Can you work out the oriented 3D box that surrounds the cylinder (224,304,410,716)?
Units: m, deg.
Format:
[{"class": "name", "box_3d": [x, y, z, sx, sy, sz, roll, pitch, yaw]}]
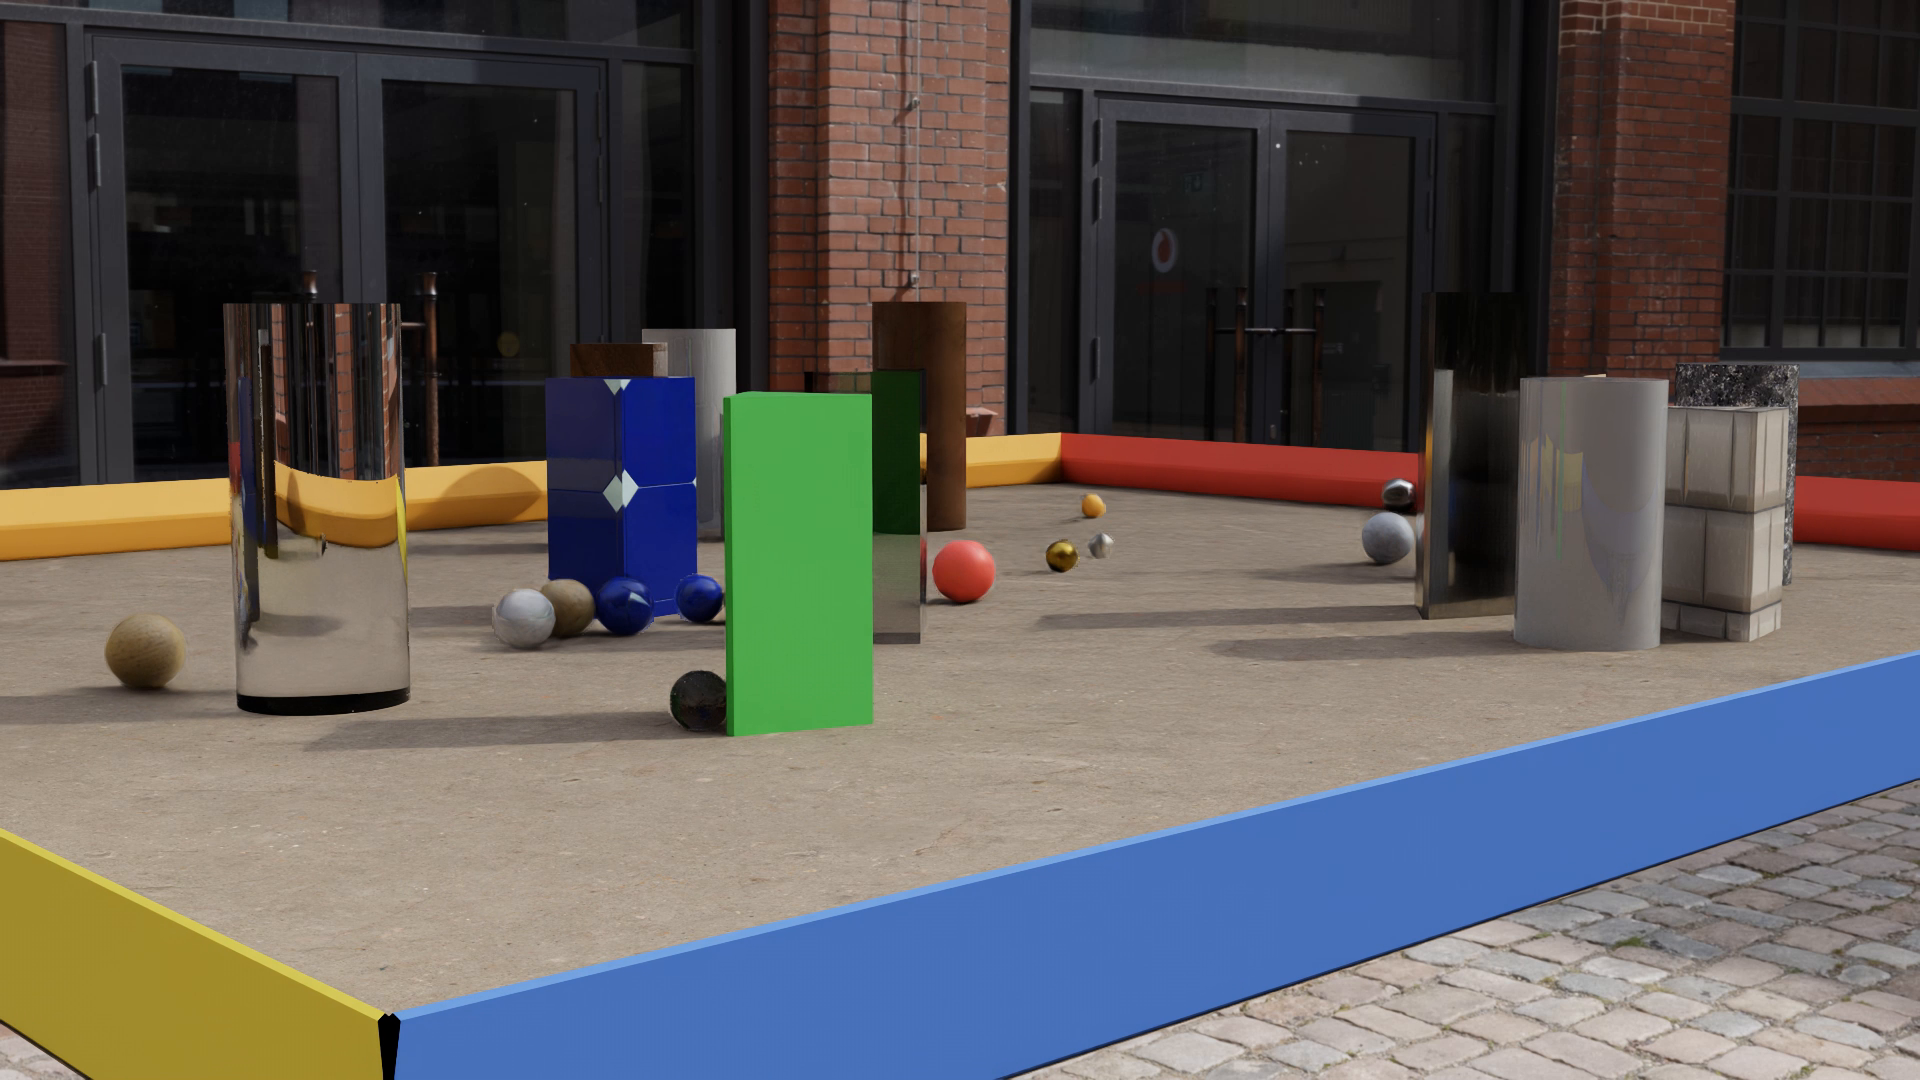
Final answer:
[{"class": "cylinder", "box_3d": [-0.723, -0.041, 2.480, 0.190, 0.449, 0.190, 0, 6, 0]}]

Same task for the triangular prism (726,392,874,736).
[{"class": "triangular prism", "box_3d": [-0.199, 0.019, 2.375, 0.165, 0.353, 0.143, -3, 7, -27]}]

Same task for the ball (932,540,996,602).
[{"class": "ball", "box_3d": [0.006, 0.047, 3.339, 0.095, 0.095, 0.095, 0, 6, 0]}]

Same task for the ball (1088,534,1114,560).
[{"class": "ball", "box_3d": [0.251, 0.011, 3.913, 0.045, 0.045, 0.045, 0, 6, 0]}]

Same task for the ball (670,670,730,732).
[{"class": "ball", "box_3d": [-0.275, 0.169, 2.322, 0.065, 0.065, 0.065, 0, 6, 0]}]

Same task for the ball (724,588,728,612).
[{"class": "ball", "box_3d": [-0.303, 0.085, 3.122, 0.065, 0.065, 0.065, 0, 6, 0]}]

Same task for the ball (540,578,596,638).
[{"class": "ball", "box_3d": [-0.536, 0.092, 2.983, 0.081, 0.081, 0.081, 0, 6, 0]}]

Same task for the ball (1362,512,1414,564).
[{"class": "ball", "box_3d": [0.746, -0.003, 3.837, 0.090, 0.090, 0.090, 0, 6, 0]}]

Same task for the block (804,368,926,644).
[{"class": "block", "box_3d": [-0.126, -0.050, 2.985, 0.152, 0.361, 0.152, 0, 6, 2]}]

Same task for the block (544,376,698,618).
[{"class": "block", "box_3d": [-0.494, -0.065, 3.216, 0.152, 0.344, 0.152, 4, 7, 36]}]

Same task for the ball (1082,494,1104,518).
[{"class": "ball", "box_3d": [0.283, -0.073, 4.696, 0.048, 0.048, 0.048, 0, 6, 0]}]

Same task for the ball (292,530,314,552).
[{"class": "ball", "box_3d": [-1.203, 0.001, 4.027, 0.042, 0.042, 0.042, 0, 6, 0]}]

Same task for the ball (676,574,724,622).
[{"class": "ball", "box_3d": [-0.370, 0.083, 3.123, 0.068, 0.068, 0.068, 0, 6, 0]}]

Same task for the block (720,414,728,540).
[{"class": "block", "box_3d": [-0.379, -0.123, 4.264, 0.152, 0.239, 0.152, -1, 6, -13]}]

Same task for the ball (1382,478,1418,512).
[{"class": "ball", "box_3d": [0.960, -0.097, 4.799, 0.075, 0.075, 0.075, 0, 6, 0]}]

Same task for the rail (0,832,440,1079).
[{"class": "rail", "box_3d": [-1.291, 0.157, 2.147, 0.045, 0.124, 3.093, -6, 8, -42]}]

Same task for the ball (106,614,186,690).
[{"class": "ball", "box_3d": [-0.953, 0.130, 2.577, 0.089, 0.089, 0.089, 0, 6, 0]}]

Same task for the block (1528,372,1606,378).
[{"class": "block", "box_3d": [0.986, -0.112, 3.709, 0.152, 0.334, 0.152, 4, 7, 32]}]

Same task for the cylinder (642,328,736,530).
[{"class": "cylinder", "box_3d": [-0.554, -0.231, 4.513, 0.190, 0.402, 0.190, 0, 6, 0]}]

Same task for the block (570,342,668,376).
[{"class": "block", "box_3d": [-0.632, -0.176, 4.100, 0.152, 0.379, 0.152, 0, 6, 2]}]

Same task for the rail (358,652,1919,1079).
[{"class": "rail", "box_3d": [1.033, 0.150, 2.219, 3.561, 0.124, 0.045, -6, 8, -42]}]

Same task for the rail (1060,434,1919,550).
[{"class": "rail", "box_3d": [1.291, -0.093, 4.517, 0.045, 0.124, 3.093, -6, 8, -42]}]

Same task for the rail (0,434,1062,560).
[{"class": "rail", "box_3d": [-1.033, -0.085, 4.445, 3.561, 0.124, 0.045, -6, 8, -42]}]

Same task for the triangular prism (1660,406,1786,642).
[{"class": "triangular prism", "box_3d": [1.039, -0.028, 3.034, 0.143, 0.308, 0.165, 4, 7, 34]}]

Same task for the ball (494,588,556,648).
[{"class": "ball", "box_3d": [-0.571, 0.103, 2.882, 0.080, 0.080, 0.080, 0, 6, 0]}]

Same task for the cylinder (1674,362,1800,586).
[{"class": "cylinder", "box_3d": [1.261, -0.110, 3.587, 0.190, 0.354, 0.190, 0, 6, 0]}]

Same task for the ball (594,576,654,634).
[{"class": "ball", "box_3d": [-0.458, 0.089, 3.004, 0.081, 0.081, 0.081, 0, 6, 0]}]

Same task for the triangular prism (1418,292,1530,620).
[{"class": "triangular prism", "box_3d": [0.716, -0.128, 3.224, 0.165, 0.467, 0.143, -2, 6, -22]}]

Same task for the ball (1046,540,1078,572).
[{"class": "ball", "box_3d": [0.171, 0.028, 3.716, 0.053, 0.053, 0.053, 0, 6, 0]}]

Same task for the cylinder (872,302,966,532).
[{"class": "cylinder", "box_3d": [-0.082, -0.253, 4.454, 0.190, 0.457, 0.190, 0, 6, 0]}]

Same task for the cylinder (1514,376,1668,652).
[{"class": "cylinder", "box_3d": [0.841, -0.039, 2.937, 0.190, 0.350, 0.190, 0, 6, 0]}]
